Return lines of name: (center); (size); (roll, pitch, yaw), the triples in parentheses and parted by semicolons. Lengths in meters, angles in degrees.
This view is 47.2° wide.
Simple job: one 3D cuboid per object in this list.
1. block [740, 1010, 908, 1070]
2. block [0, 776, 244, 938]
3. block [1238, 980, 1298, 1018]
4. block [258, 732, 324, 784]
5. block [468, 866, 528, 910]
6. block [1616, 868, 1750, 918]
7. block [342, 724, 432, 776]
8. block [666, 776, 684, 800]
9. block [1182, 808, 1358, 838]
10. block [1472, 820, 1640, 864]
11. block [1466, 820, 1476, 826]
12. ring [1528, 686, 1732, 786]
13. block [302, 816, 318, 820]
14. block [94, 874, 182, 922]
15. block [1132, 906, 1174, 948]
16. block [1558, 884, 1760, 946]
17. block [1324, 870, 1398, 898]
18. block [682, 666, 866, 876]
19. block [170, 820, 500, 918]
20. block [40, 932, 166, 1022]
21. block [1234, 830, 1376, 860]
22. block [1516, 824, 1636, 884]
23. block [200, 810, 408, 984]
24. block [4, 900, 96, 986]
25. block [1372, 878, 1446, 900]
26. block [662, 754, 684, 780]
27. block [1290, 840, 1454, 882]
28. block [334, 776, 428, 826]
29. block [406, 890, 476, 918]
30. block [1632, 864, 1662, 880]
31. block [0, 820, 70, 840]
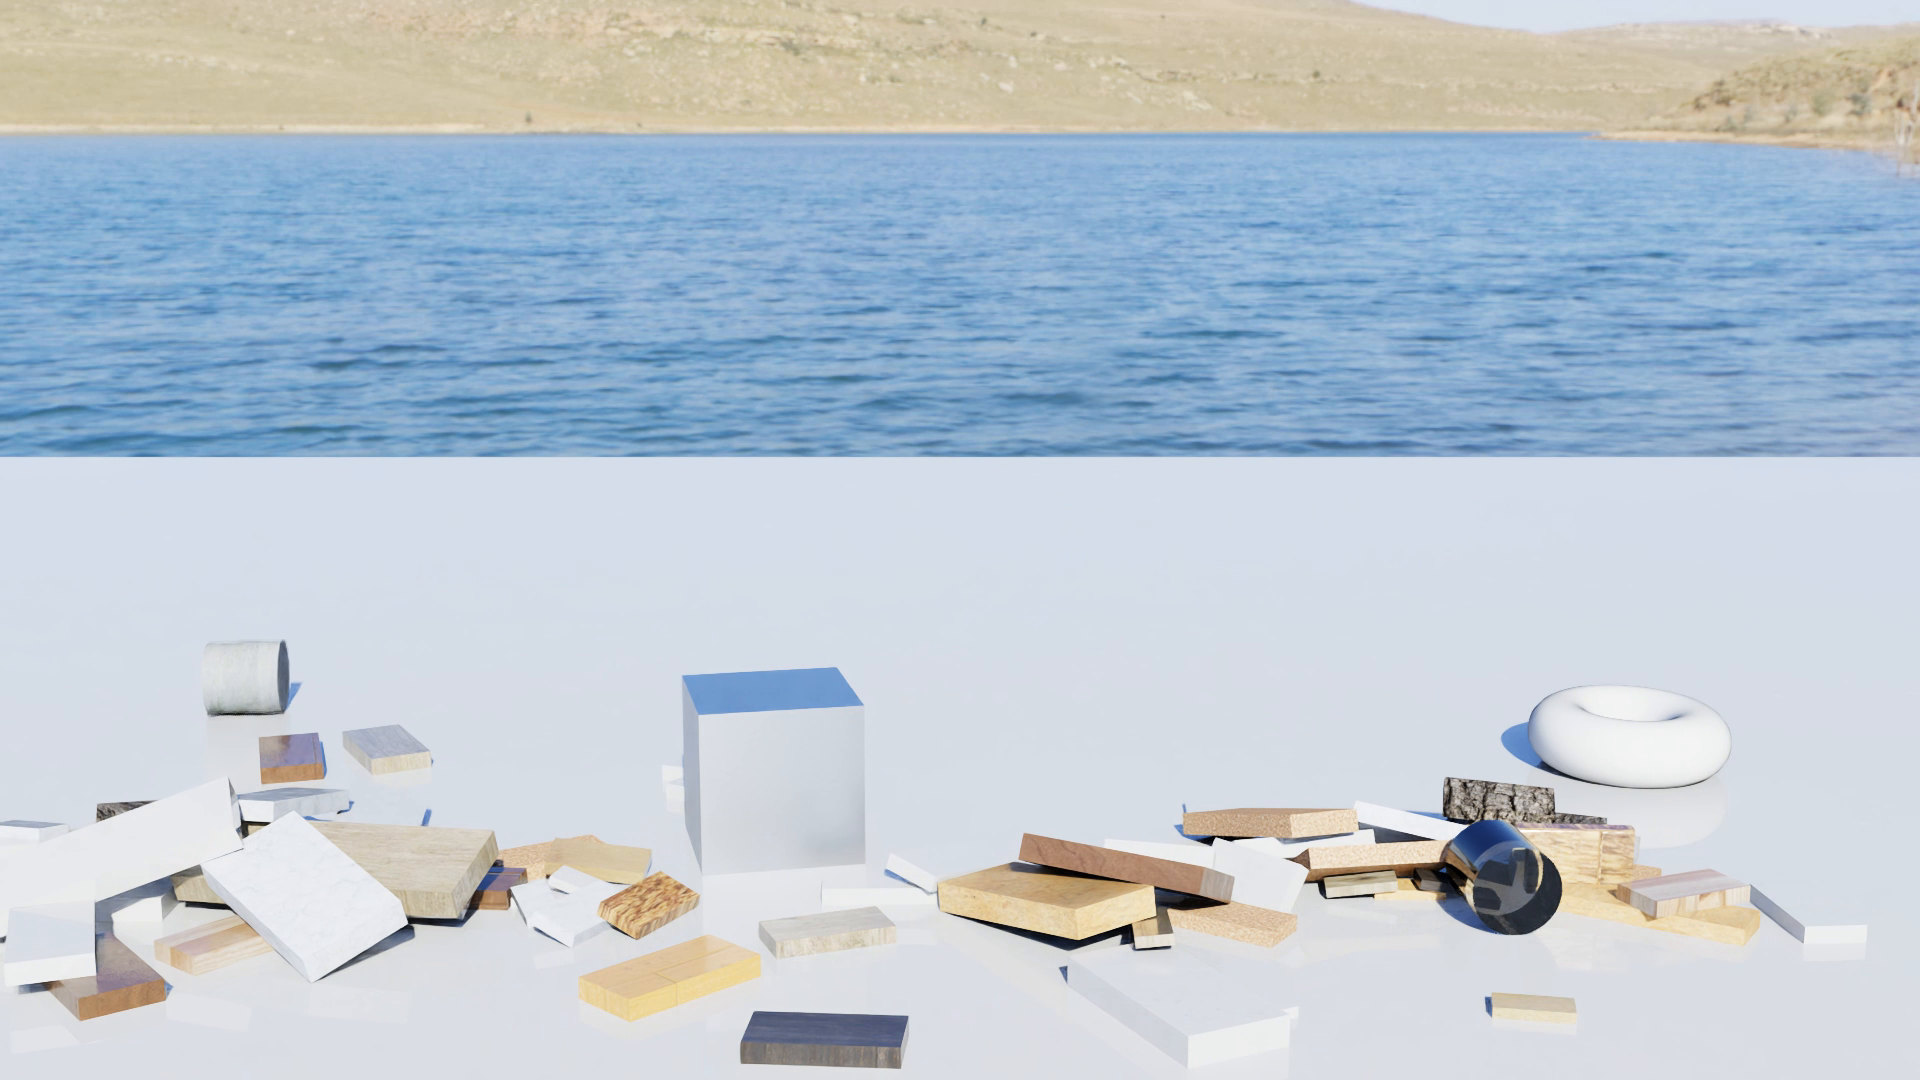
block: (-0.185, 0.691, 3.042); (0.220, 0.031, 0.110); (1, 11, 4)
block: (-1.375, 0.512, 3.500); (0.449, 0.044, 0.156); (-20, 31, -12)
block: (0.431, 0.670, 3.192); (0.059, 0.017, 0.117); (-6, 12, -30)
block: (-1.341, 0.436, 4.405); (0.117, 0.033, 0.235); (-3, 11, -18)
block: (-0.880, 0.576, 3.656); (0.294, 0.033, 0.116); (1, 11, 5)
block: (1.169, 0.569, 3.552); (0.189, 0.027, 0.094); (-5, 11, -23)
block: (-1.166, 0.425, 4.468); (0.117, 0.033, 0.235); (-6, 12, -29)
block: (-0.451, 0.480, 4.183); (0.199, 0.028, 0.099); (7, 13, 34)
block: (0.536, 0.491, 3.830); (0.134, 0.038, 0.344); (-1, -5, -26)
block: (1.026, 0.519, 3.787); (0.268, 0.038, 0.134); (6, 1, 22)
block: (0.899, 0.507, 3.873); (0.013, 0.046, 0.093); (29, 56, 20)
ring: (1.336, 0.390, 4.394); (0.392, 0.131, 0.392); (0, 12, 0)
block: (-1.228, 0.524, 3.916); (0.286, 0.041, 0.143); (10, 14, 43)
block: (-1.578, 0.584, 3.595); (0.584, 0.039, 0.139); (0, 11, -2)
block: (0.296, 0.598, 3.407); (0.058, 0.017, 0.287); (-6, -1, 3)
block: (1.102, 0.595, 3.564); (0.354, 0.029, 0.101); (7, 13, 33)
block: (0.666, 0.571, 3.653); (0.117, 0.017, 0.058); (-7, 10, 7)
block: (-0.333, 0.403, 3.897); (0.284, 0.284, 0.284); (-2, 11, -13)
block: (-1.011, 0.527, 3.562); (0.493, 0.048, 0.168); (1, 28, 14)
block: (-1.286, 0.646, 3.270); (0.122, 0.035, 0.245); (-8, 13, -38)
block: (0.569, 0.530, 3.763); (0.250, 0.035, 0.125); (-3, -14, -14)
block: (1.015, 0.519, 3.636); (0.189, 0.095, 0.027); (1, 11, 3)
block: (-1.024, 0.550, 3.425); (0.168, 0.048, 0.337); (-31, 39, -32)
block: (-1.367, 0.604, 3.310); (0.122, 0.035, 0.245); (-4, 11, -21)
block: (0.746, 0.582, 3.665); (0.117, 0.017, 0.058); (0, 11, 1)
block: (-0.474, 0.454, 4.324); (0.199, 0.028, 0.099); (5, 11, 23)
block: (0.691, 0.539, 3.688); (0.250, 0.035, 0.125); (-2, -19, -8)
block: (-1.030, 0.504, 3.888); (0.143, 0.041, 0.324); (19, 7, -11)
block: (-0.908, 0.564, 3.574); (0.232, 0.033, 0.116); (0, 28, 4)
block: (1.071, 0.567, 3.716); (0.202, 0.029, 0.101); (6, 12, 28)
block: (-1.592, 0.494, 3.752); (0.129, 0.018, 0.064); (0, 1, 25)
